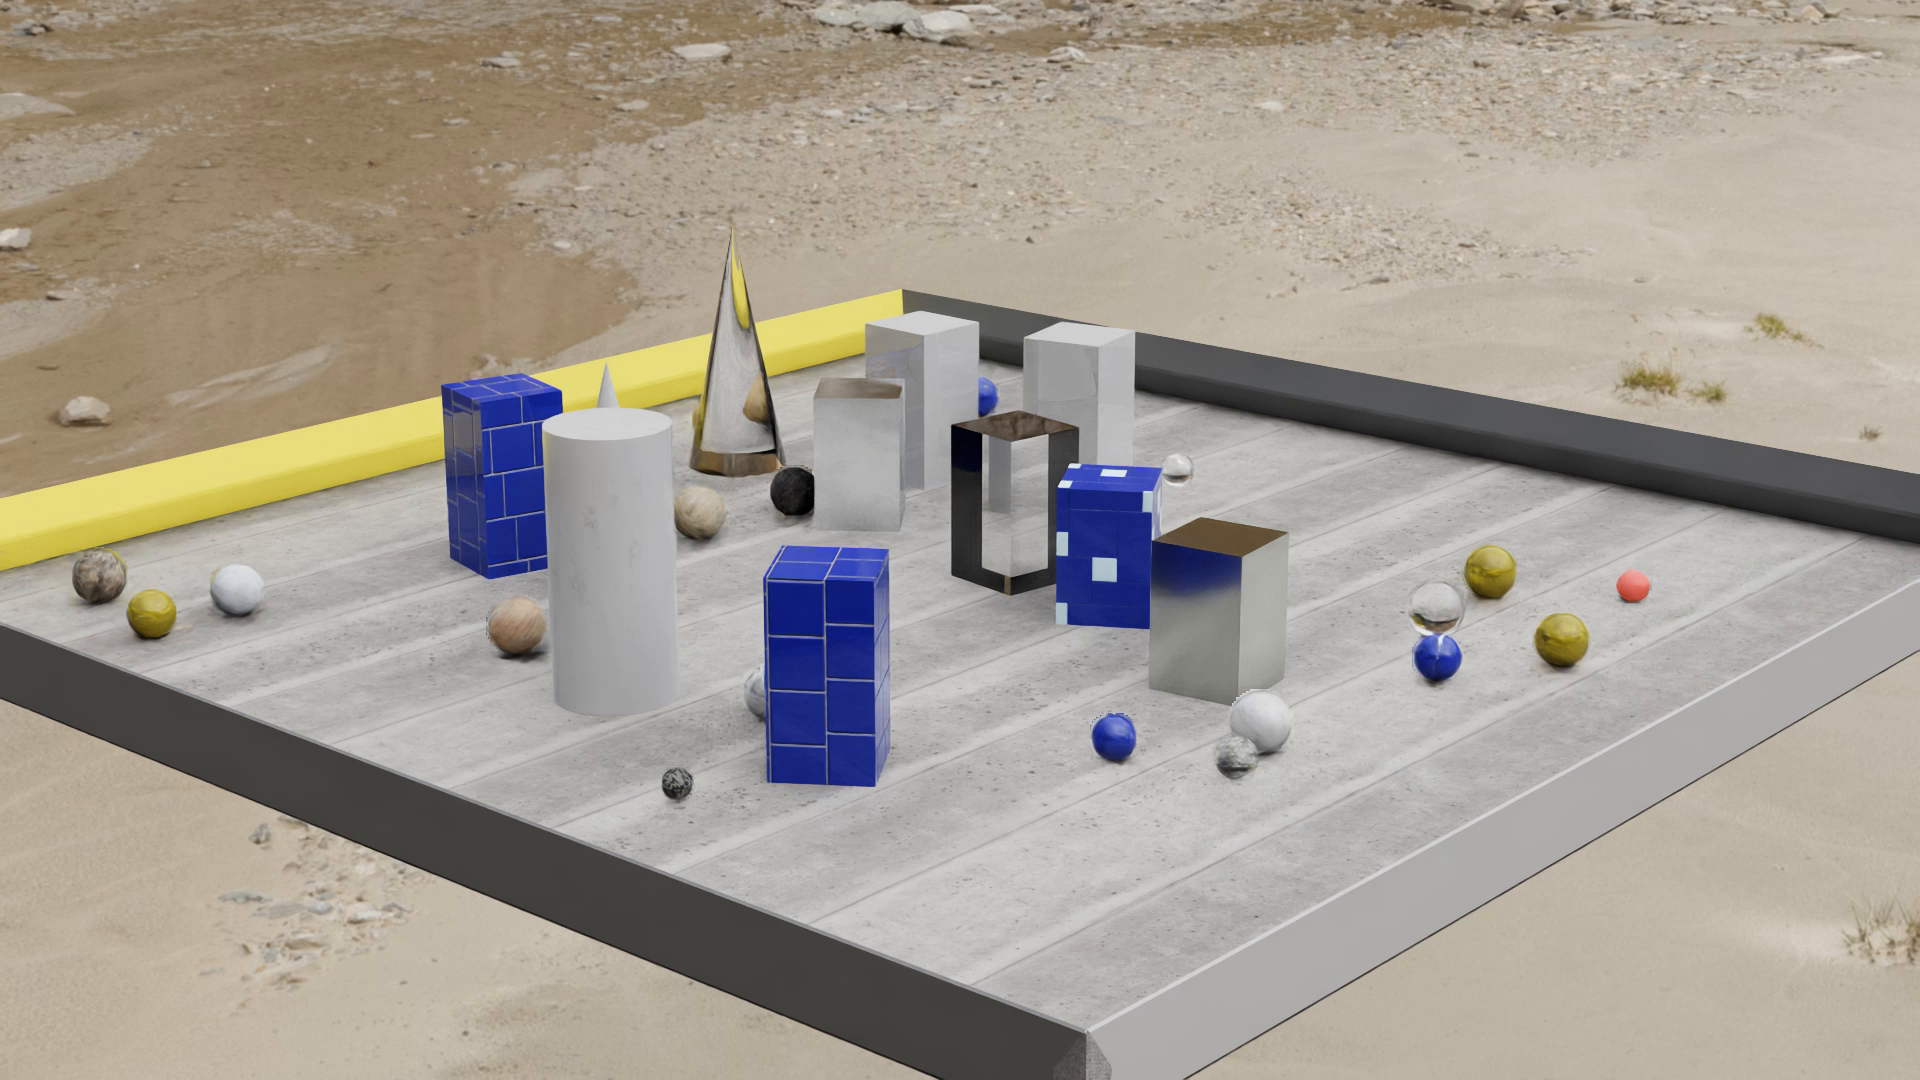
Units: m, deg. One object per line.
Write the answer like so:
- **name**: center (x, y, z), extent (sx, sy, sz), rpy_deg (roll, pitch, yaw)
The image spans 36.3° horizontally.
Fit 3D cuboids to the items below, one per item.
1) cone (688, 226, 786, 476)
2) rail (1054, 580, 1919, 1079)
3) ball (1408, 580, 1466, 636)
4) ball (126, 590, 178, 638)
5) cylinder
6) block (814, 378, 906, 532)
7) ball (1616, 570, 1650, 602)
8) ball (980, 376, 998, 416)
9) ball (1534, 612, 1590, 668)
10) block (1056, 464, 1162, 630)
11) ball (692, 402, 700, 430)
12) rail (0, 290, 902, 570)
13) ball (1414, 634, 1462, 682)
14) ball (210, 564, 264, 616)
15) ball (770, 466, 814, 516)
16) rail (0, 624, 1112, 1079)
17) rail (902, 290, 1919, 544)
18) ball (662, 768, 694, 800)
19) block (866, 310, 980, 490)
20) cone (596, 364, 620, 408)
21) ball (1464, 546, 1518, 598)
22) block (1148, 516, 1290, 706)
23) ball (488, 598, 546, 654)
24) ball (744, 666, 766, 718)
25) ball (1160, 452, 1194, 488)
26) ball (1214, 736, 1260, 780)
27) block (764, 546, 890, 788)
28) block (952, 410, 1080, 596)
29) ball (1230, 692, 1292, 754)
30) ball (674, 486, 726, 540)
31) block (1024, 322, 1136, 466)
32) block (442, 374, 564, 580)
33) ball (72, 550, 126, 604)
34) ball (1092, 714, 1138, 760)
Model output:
- **cone**: center (-0.452, -0.392, 5.902), extent (0.200, 0.493, 0.200), rpy_deg (0, 17, 0)
- **rail**: center (1.038, 0.292, 4.257), extent (0.045, 0.130, 2.797), rpy_deg (14, 22, 39)
- **ball**: center (0.797, 0.116, 4.905), extent (0.096, 0.096, 0.096), rpy_deg (0, 17, 0)
- **ball**: center (-1.352, 0.123, 4.906), extent (0.081, 0.081, 0.081), rpy_deg (0, 17, 0)
- **cylinder**: center (-0.544, 0.033, 4.580), extent (0.200, 0.443, 0.200), rpy_deg (0, 17, 0)
- **block**: center (-0.189, -0.163, 5.551), extent (0.160, 0.257, 0.160), rpy_deg (1, 17, 3)
- **ball**: center (1.170, 0.079, 5.096), extent (0.056, 0.056, 0.056), rpy_deg (0, 17, 0)
- **ball**: center (0.040, -0.309, 6.331), extent (0.087, 0.087, 0.087), rpy_deg (0, 17, 0)
- **ball**: center (0.979, 0.162, 4.764), extent (0.089, 0.089, 0.089), rpy_deg (0, 17, 0)
- **block**: center (0.255, 0.009, 5.009), extent (0.160, 0.240, 0.160), rpy_deg (3, 17, 9)
- **ball**: center (-0.510, -0.250, 6.070), extent (0.090, 0.090, 0.090), rpy_deg (0, 17, 0)
- **rail**: center (-1.038, -0.227, 5.982), extent (0.045, 0.130, 2.797), rpy_deg (14, 22, 39)
- **ball**: center (0.766, 0.188, 4.699), extent (0.076, 0.076, 0.076), rpy_deg (0, 17, 0)
- **ball**: center (-1.238, 0.085, 5.021), extent (0.088, 0.088, 0.088), rpy_deg (0, 17, 0)
- **ball**: center (-0.315, -0.092, 5.588), extent (0.094, 0.094, 0.094), rpy_deg (0, 17, 0)
- **rail**: center (-0.901, 0.332, 4.126), extent (2.796, 0.130, 0.045), rpy_deg (14, 22, 39)
- **rail**: center (0.901, -0.267, 6.114), extent (2.796, 0.130, 0.045), rpy_deg (14, 22, 39)
- **ball**: center (-0.406, 0.350, 4.212), extent (0.046, 0.046, 0.046), rpy_deg (0, 17, 0)
- **block**: center (-0.075, -0.280, 5.843), extent (0.160, 0.313, 0.160), rpy_deg (15, 22, 40)
- **cone**: center (-0.607, -0.108, 5.087), extent (0.200, 0.420, 0.200), rpy_deg (0, 17, 0)
- **ball**: center (0.925, 0.055, 5.113), extent (0.092, 0.092, 0.092), rpy_deg (0, 17, 0)
- **block**: center (0.411, 0.112, 4.657), extent (0.160, 0.246, 0.160), rpy_deg (11, 20, 32)
- **ball**: center (-0.729, 0.141, 4.826), extent (0.094, 0.094, 0.094), rpy_deg (0, 17, 0)
- **ball**: center (-0.292, 0.235, 4.531), extent (0.084, 0.084, 0.084), rpy_deg (0, 17, 0)
- **ball**: center (0.430, -0.138, 5.798), extent (0.068, 0.068, 0.068), rpy_deg (0, 17, 0)
- **ball**: center (0.404, 0.318, 4.284), extent (0.066, 0.066, 0.066), rpy_deg (0, 17, 0)
- **block**: center (-0.193, 0.184, 4.302), extent (0.160, 0.314, 0.160), rpy_deg (2, 17, 6)
- **block**: center (0.097, -0.068, 5.198), extent (0.160, 0.278, 0.160), rpy_deg (-14, 22, -39)
- **ball**: center (0.451, 0.273, 4.388), extent (0.093, 0.093, 0.093), rpy_deg (0, 17, 0)
- **ball**: center (-0.485, -0.050, 5.450), extent (0.100, 0.100, 0.100), rpy_deg (0, 17, 0)
- **block**: center (0.230, -0.238, 5.676), extent (0.160, 0.329, 0.160), rpy_deg (9, 19, 27)
- **block**: center (-0.819, -0.117, 5.281), extent (0.160, 0.325, 0.160), rpy_deg (-11, 20, -33)
- **ball**: center (-1.493, 0.064, 5.085), extent (0.092, 0.092, 0.092), rpy_deg (0, 17, 0)
- **ball**: center (0.229, 0.294, 4.361), extent (0.069, 0.069, 0.069), rpy_deg (0, 17, 0)
